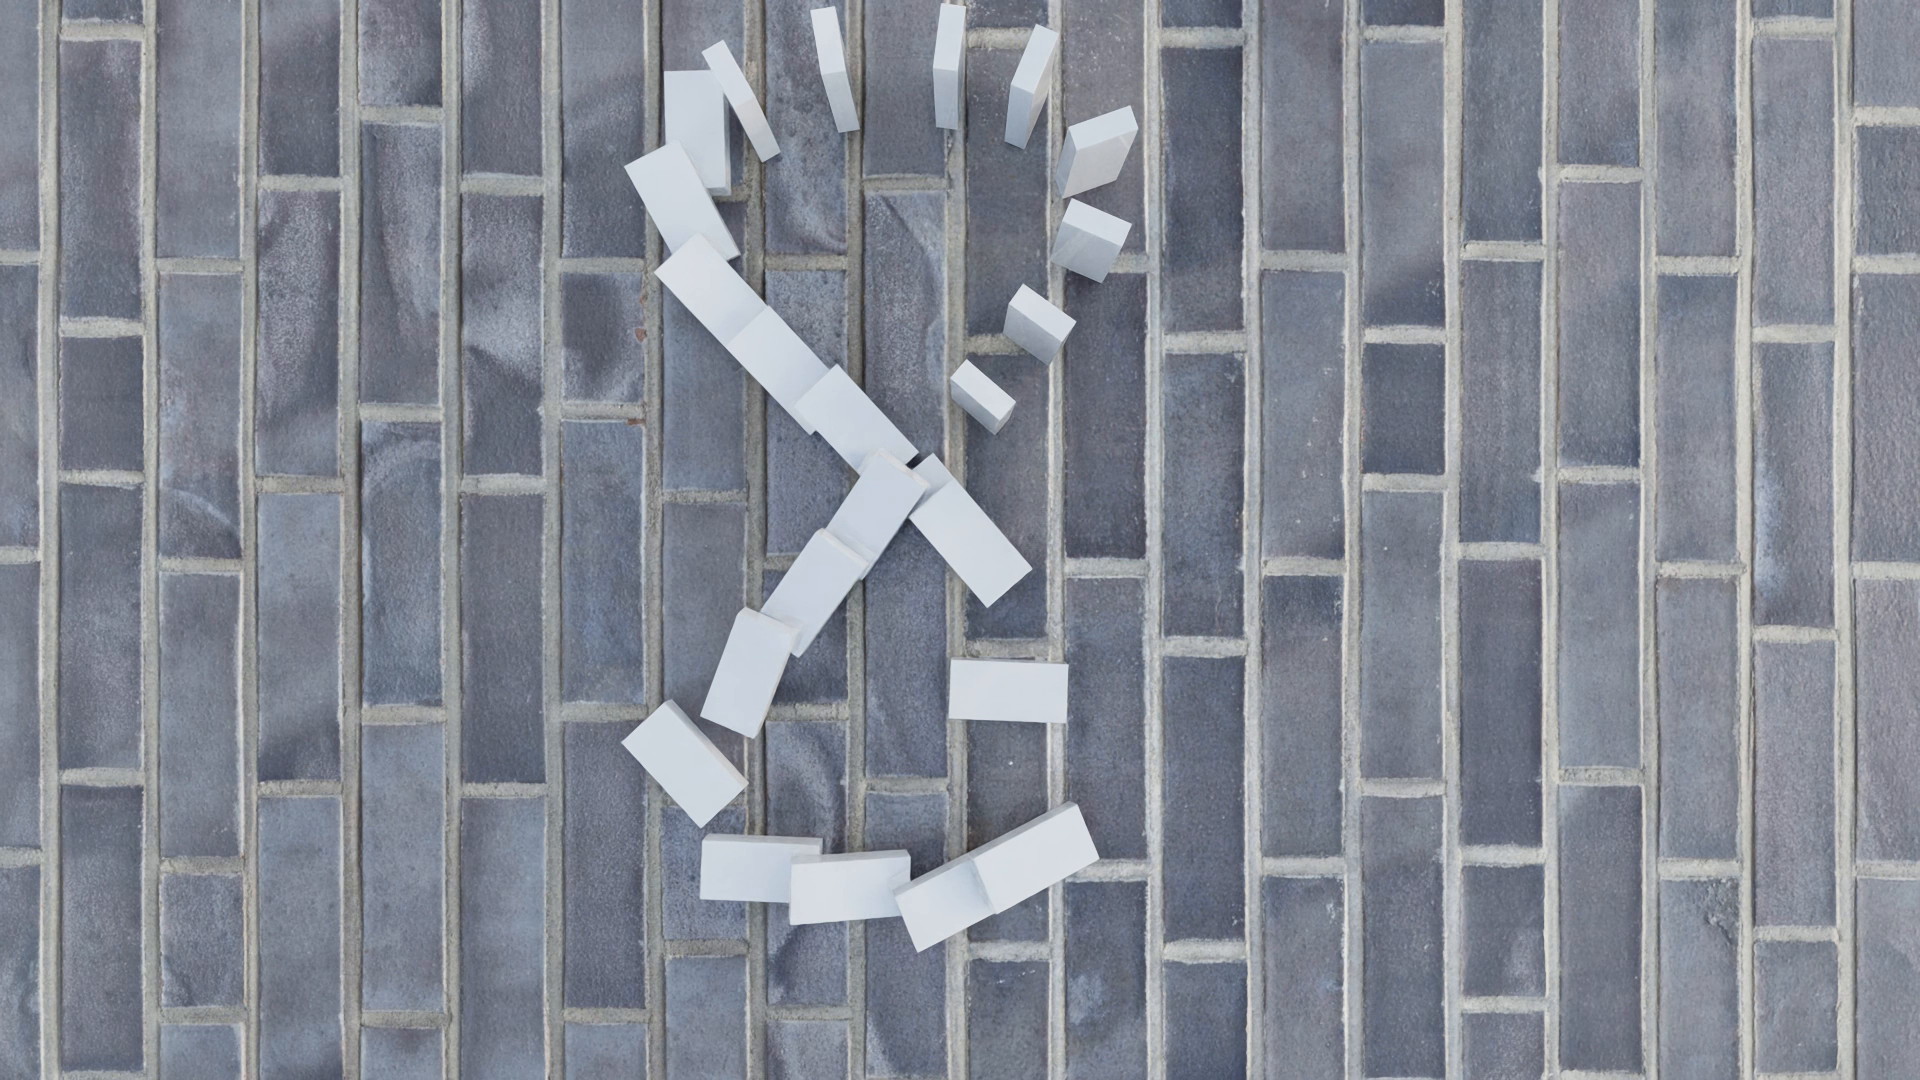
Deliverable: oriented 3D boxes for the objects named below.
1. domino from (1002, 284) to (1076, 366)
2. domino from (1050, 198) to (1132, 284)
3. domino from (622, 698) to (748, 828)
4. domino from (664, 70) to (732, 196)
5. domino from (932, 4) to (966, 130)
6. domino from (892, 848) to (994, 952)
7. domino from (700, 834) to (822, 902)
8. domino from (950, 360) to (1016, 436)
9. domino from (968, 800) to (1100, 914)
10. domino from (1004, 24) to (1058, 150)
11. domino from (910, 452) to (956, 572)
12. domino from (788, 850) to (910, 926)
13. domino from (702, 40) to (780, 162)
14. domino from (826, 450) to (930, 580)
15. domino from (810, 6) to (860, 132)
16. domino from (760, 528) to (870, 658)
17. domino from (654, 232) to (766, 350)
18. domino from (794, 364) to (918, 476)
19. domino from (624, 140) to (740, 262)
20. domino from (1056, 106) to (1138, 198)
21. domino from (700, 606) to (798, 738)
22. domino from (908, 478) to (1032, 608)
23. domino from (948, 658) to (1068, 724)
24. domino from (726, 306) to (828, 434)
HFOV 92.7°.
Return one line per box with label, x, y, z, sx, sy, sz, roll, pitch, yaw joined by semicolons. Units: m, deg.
domino;0.032;-0.087;0.375;0.025;0.050;0.009;36;90;0
domino;0.052;-0.121;0.375;0.025;0.050;0.010;23;90;0
domino;-0.118;0.096;0.395;0.025;0.010;0.050;-43;90;0
domino;-0.113;-0.175;0.395;0.025;0.010;0.050;-1;90;0
domino;-0.004;-0.192;0.375;0.009;0.050;0.025;7;90;0
domino;-0.001;0.151;0.390;0.050;0.010;0.025;-22;90;-13
domino;-0.085;0.142;0.395;0.050;0.010;0.025;2;90;0
domino;0.009;-0.057;0.375;0.025;0.050;0.009;41;90;0
domino;0.031;0.134;0.389;0.050;0.009;0.025;-22;90;-15
domino;0.029;-0.184;0.375;0.009;0.050;0.025;23;90;0
domino;-0.005;-0.010;0.395;0.025;0.010;0.050;-40;90;0
domino;-0.047;0.147;0.389;0.050;0.010;0.025;1;90;-14
domino;-0.088;-0.178;0.375;0.010;0.050;0.025;-30;90;0
domino;-0.037;-0.010;0.387;0.025;0.010;0.050;36;109;0
domino;-0.050;-0.191;0.375;0.010;0.050;0.025;-10;90;0
domino;-0.064;0.023;0.389;0.025;0.010;0.050;37;104;0
domino;-0.102;-0.102;0.389;0.025;0.009;0.050;-43;106;0
domino;-0.044;-0.047;0.389;0.025;0.009;0.050;-43;105;0
domino;-0.117;-0.139;0.388;0.025;0.009;0.050;-26;107;2
domino;0.055;-0.157;0.375;0.025;0.050;0.009;-19;90;0
domino;-0.089;0.057;0.390;0.025;0.009;0.050;23;103;0
domino;0.004;0.001;0.386;0.025;0.010;0.050;-41;90;0
domino;0.021;0.065;0.395;0.050;0.010;0.025;2;90;0
domino;-0.072;-0.072;0.390;0.025;0.009;0.050;-43;103;0
